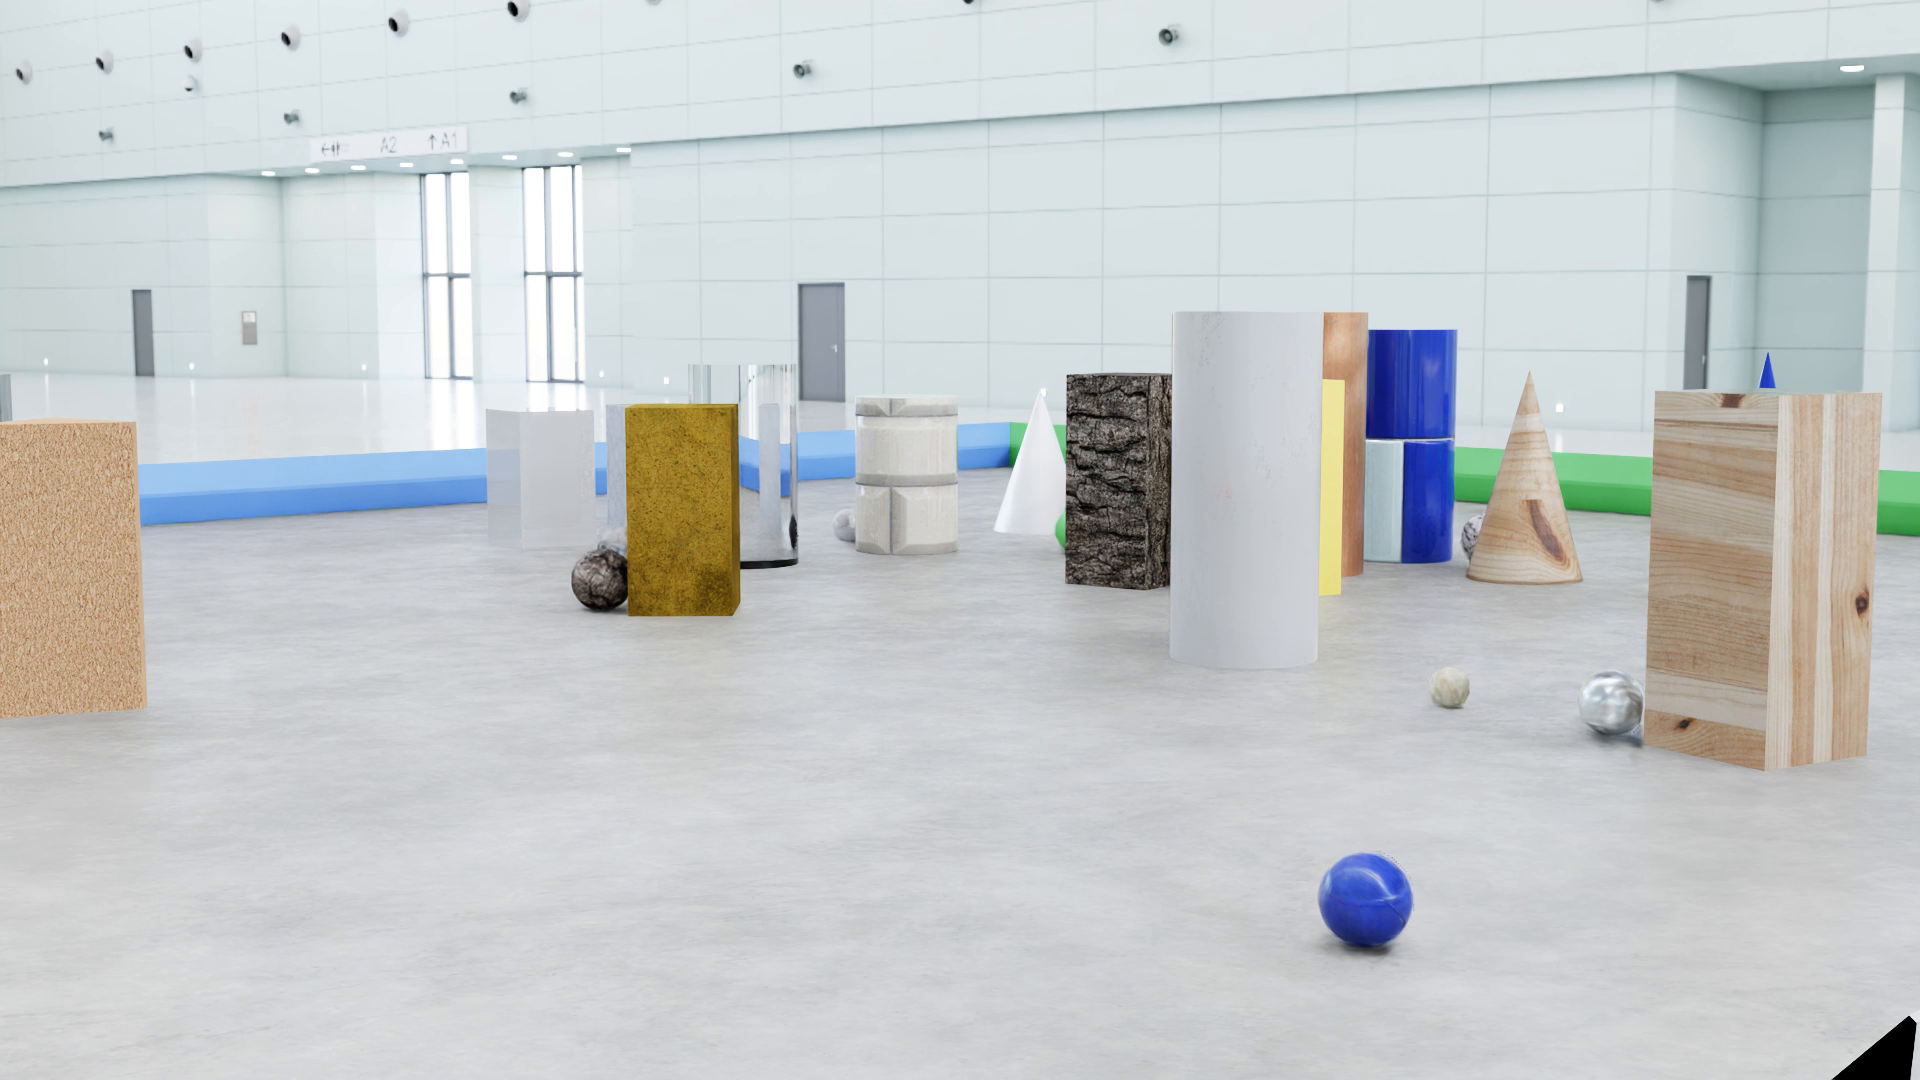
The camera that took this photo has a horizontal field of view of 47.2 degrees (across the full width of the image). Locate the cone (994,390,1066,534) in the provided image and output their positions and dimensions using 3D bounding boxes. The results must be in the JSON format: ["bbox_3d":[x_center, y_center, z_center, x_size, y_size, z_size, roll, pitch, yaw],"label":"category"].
[{"bbox_3d":[0.161,-0.162,4.407,0.188,0.285,0.188,0,6,0],"label":"cone"}]

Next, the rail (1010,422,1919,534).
[{"bbox_3d":[1.489,-0.113,4.698,0.045,0.122,4.028,-6,8,-42],"label":"rail"}]

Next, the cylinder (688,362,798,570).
[{"bbox_3d":[-0.376,-0.132,3.824,0.188,0.348,0.188,0,6,0],"label":"cylinder"}]

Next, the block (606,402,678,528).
[{"bbox_3d":[-0.613,-0.146,4.420,0.151,0.250,0.151,-3,7,-28],"label":"block"}]

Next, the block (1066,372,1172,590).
[{"bbox_3d":[0.276,-0.099,3.556,0.151,0.338,0.151,4,7,36],"label":"block"}]

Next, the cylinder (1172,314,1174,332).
[{"bbox_3d":[0.486,-0.203,4.082,0.188,0.434,0.188,0,6,0],"label":"cylinder"}]

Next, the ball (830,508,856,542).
[{"bbox_3d":[-0.214,-0.028,4.183,0.064,0.064,0.064,0,6,0],"label":"ball"}]

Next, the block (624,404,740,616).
[{"bbox_3d":[-0.406,-0.047,3.240,0.151,0.301,0.151,0,6,-1],"label":"block"}]

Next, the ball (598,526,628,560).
[{"bbox_3d":[-0.587,0.011,3.785,0.070,0.070,0.070,0,6,0],"label":"ball"}]

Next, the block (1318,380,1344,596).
[{"bbox_3d":[0.492,-0.085,3.443,0.151,0.332,0.151,-3,7,-27],"label":"block"}]

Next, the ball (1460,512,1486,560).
[{"bbox_3d":[0.907,0.000,3.776,0.094,0.094,0.094,0,6,0],"label":"ball"}]

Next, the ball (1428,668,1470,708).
[{"bbox_3d":[0.546,0.165,2.455,0.045,0.045,0.045,0,6,0],"label":"ball"}]

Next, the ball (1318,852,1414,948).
[{"bbox_3d":[0.283,0.251,1.536,0.066,0.066,0.066,0,6,0],"label":"ball"}]

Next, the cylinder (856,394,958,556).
[{"bbox_3d":[-0.098,-0.123,4.038,0.188,0.283,0.188,0,6,0],"label":"cylinder"}]

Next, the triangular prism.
[{"bbox_3d":[-1.010,0.025,2.469,0.163,0.319,0.141,-3,7,-23],"label":"triangular prism"}]

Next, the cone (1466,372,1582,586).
[{"bbox_3d":[0.930,-0.108,3.609,0.188,0.345,0.188,0,6,0],"label":"cone"}]

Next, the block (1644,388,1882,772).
[{"bbox_3d":[0.801,0.032,2.202,0.151,0.361,0.151,-4,7,-30],"label":"block"}]

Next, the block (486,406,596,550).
[{"bbox_3d":[-0.790,-0.119,4.145,0.151,0.254,0.151,-4,7,-36],"label":"block"}]

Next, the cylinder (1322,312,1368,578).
[{"bbox_3d":[0.587,-0.164,3.698,0.188,0.436,0.188,0,6,0],"label":"cylinder"}]

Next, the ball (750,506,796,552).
[{"bbox_3d":[-0.340,-0.020,4.009,0.084,0.084,0.084,0,6,0],"label":"ball"}]

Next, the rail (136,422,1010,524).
[{"bbox_3d":[-1.350,-0.122,4.787,4.099,0.122,0.045,-6,8,-42],"label":"rail"}]

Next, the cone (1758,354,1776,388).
[{"bbox_3d":[1.111,-0.069,3.044,0.188,0.386,0.188,0,6,0],"label":"cone"}]

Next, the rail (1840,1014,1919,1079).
[{"bbox_3d":[1.350,0.186,1.877,4.099,0.122,0.045,-6,8,-42],"label":"rail"}]

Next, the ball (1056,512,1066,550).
[{"bbox_3d":[0.214,-0.017,3.995,0.083,0.083,0.083,0,6,0],"label":"ball"}]

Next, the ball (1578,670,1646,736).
[{"bbox_3d":[0.680,0.170,2.292,0.069,0.069,0.069,0,6,0],"label":"ball"}]

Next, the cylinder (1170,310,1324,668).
[{"bbox_3d":[0.362,-0.069,2.789,0.188,0.440,0.188,0,6,0],"label":"cylinder"}]

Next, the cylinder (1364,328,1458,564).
[{"bbox_3d":[0.783,-0.171,3.905,0.188,0.406,0.188,0,6,0],"label":"cylinder"}]

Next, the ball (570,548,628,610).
[{"bbox_3d":[-0.527,0.058,3.240,0.092,0.092,0.092,0,6,0],"label":"ball"}]

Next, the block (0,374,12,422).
[{"bbox_3d":[-1.242,-0.018,2.670,0.151,0.362,0.151,-1,6,-11],"label":"block"}]
